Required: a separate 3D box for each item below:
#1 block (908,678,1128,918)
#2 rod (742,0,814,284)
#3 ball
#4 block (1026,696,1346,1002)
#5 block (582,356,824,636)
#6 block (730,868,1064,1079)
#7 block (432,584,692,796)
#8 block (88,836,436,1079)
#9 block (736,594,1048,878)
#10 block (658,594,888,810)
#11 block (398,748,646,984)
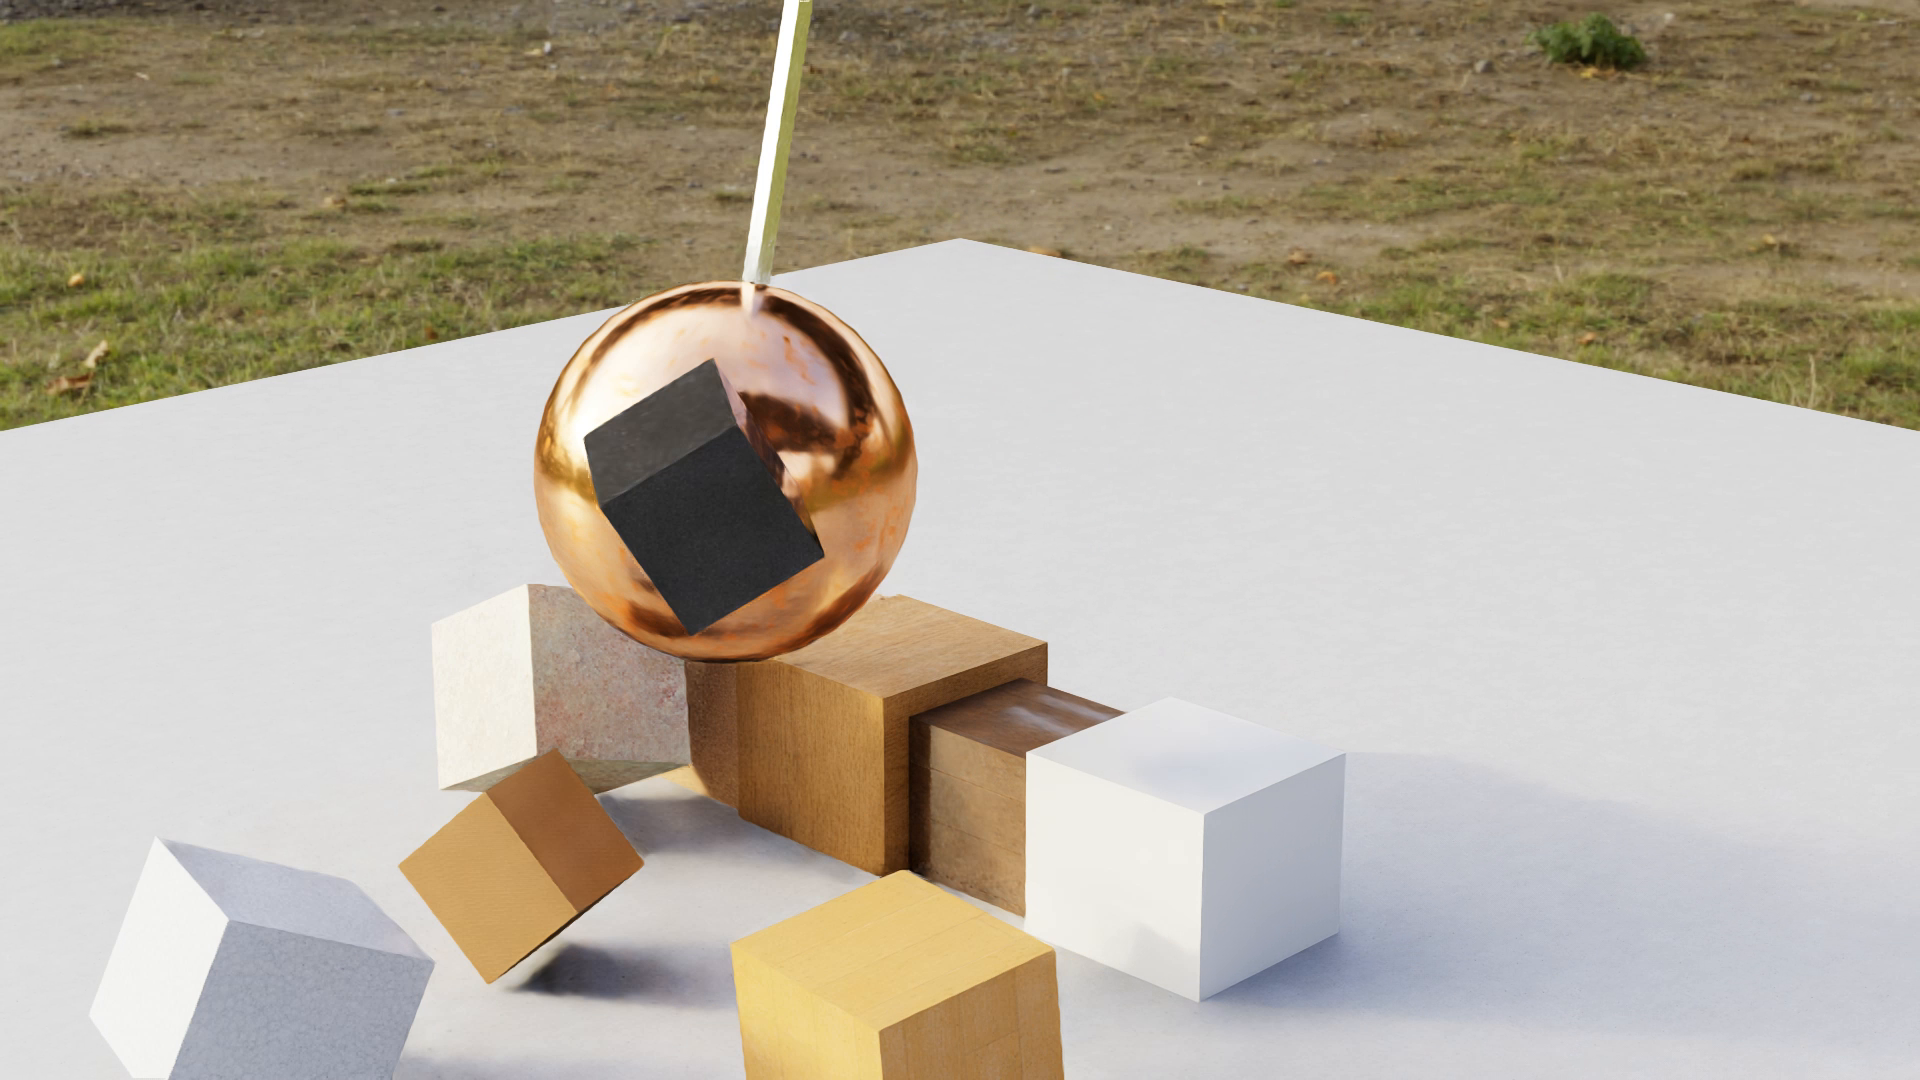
[{"bbox_3d":[0.317,1.170,13.363,0.740,0.756,0.814,-17,24,-42],"label":"block"},{"bbox_3d":[-0.422,-3.605,11.766,0.080,5.200,0.080,17,11,42],"label":"rod"},{"bbox_3d":[-0.975,-0.283,12.231,1.600,1.600,1.600,0,17,0],"label":"ball"},{"bbox_3d":[0.974,1.317,12.741,0.987,0.847,0.956,16,24,42],"label":"block"},{"bbox_3d":[-0.968,-0.167,11.012,0.585,0.649,0.625,-31,29,3],"label":"block"},{"bbox_3d":[-0.217,1.879,10.783,0.800,0.876,0.896,-20,25,-34],"label":"block"},{"bbox_3d":[-1.891,0.725,13.870,0.855,0.801,0.844,7,-19,-40],"label":"block"},{"bbox_3d":[-2.666,1.711,11.169,0.853,0.748,0.879,19,4,-35],"label":"block"},{"bbox_3d":[-0.322,0.909,13.982,1.074,0.881,1.014,-17,24,-42],"label":"block"},{"bbox_3d":[-1.000,0.707,14.626,0.936,0.881,0.879,-17,24,-42],"label":"block"},{"bbox_3d":[-1.854,1.378,12.425,0.607,0.632,0.564,-39,-3,28],"label":"block"}]
